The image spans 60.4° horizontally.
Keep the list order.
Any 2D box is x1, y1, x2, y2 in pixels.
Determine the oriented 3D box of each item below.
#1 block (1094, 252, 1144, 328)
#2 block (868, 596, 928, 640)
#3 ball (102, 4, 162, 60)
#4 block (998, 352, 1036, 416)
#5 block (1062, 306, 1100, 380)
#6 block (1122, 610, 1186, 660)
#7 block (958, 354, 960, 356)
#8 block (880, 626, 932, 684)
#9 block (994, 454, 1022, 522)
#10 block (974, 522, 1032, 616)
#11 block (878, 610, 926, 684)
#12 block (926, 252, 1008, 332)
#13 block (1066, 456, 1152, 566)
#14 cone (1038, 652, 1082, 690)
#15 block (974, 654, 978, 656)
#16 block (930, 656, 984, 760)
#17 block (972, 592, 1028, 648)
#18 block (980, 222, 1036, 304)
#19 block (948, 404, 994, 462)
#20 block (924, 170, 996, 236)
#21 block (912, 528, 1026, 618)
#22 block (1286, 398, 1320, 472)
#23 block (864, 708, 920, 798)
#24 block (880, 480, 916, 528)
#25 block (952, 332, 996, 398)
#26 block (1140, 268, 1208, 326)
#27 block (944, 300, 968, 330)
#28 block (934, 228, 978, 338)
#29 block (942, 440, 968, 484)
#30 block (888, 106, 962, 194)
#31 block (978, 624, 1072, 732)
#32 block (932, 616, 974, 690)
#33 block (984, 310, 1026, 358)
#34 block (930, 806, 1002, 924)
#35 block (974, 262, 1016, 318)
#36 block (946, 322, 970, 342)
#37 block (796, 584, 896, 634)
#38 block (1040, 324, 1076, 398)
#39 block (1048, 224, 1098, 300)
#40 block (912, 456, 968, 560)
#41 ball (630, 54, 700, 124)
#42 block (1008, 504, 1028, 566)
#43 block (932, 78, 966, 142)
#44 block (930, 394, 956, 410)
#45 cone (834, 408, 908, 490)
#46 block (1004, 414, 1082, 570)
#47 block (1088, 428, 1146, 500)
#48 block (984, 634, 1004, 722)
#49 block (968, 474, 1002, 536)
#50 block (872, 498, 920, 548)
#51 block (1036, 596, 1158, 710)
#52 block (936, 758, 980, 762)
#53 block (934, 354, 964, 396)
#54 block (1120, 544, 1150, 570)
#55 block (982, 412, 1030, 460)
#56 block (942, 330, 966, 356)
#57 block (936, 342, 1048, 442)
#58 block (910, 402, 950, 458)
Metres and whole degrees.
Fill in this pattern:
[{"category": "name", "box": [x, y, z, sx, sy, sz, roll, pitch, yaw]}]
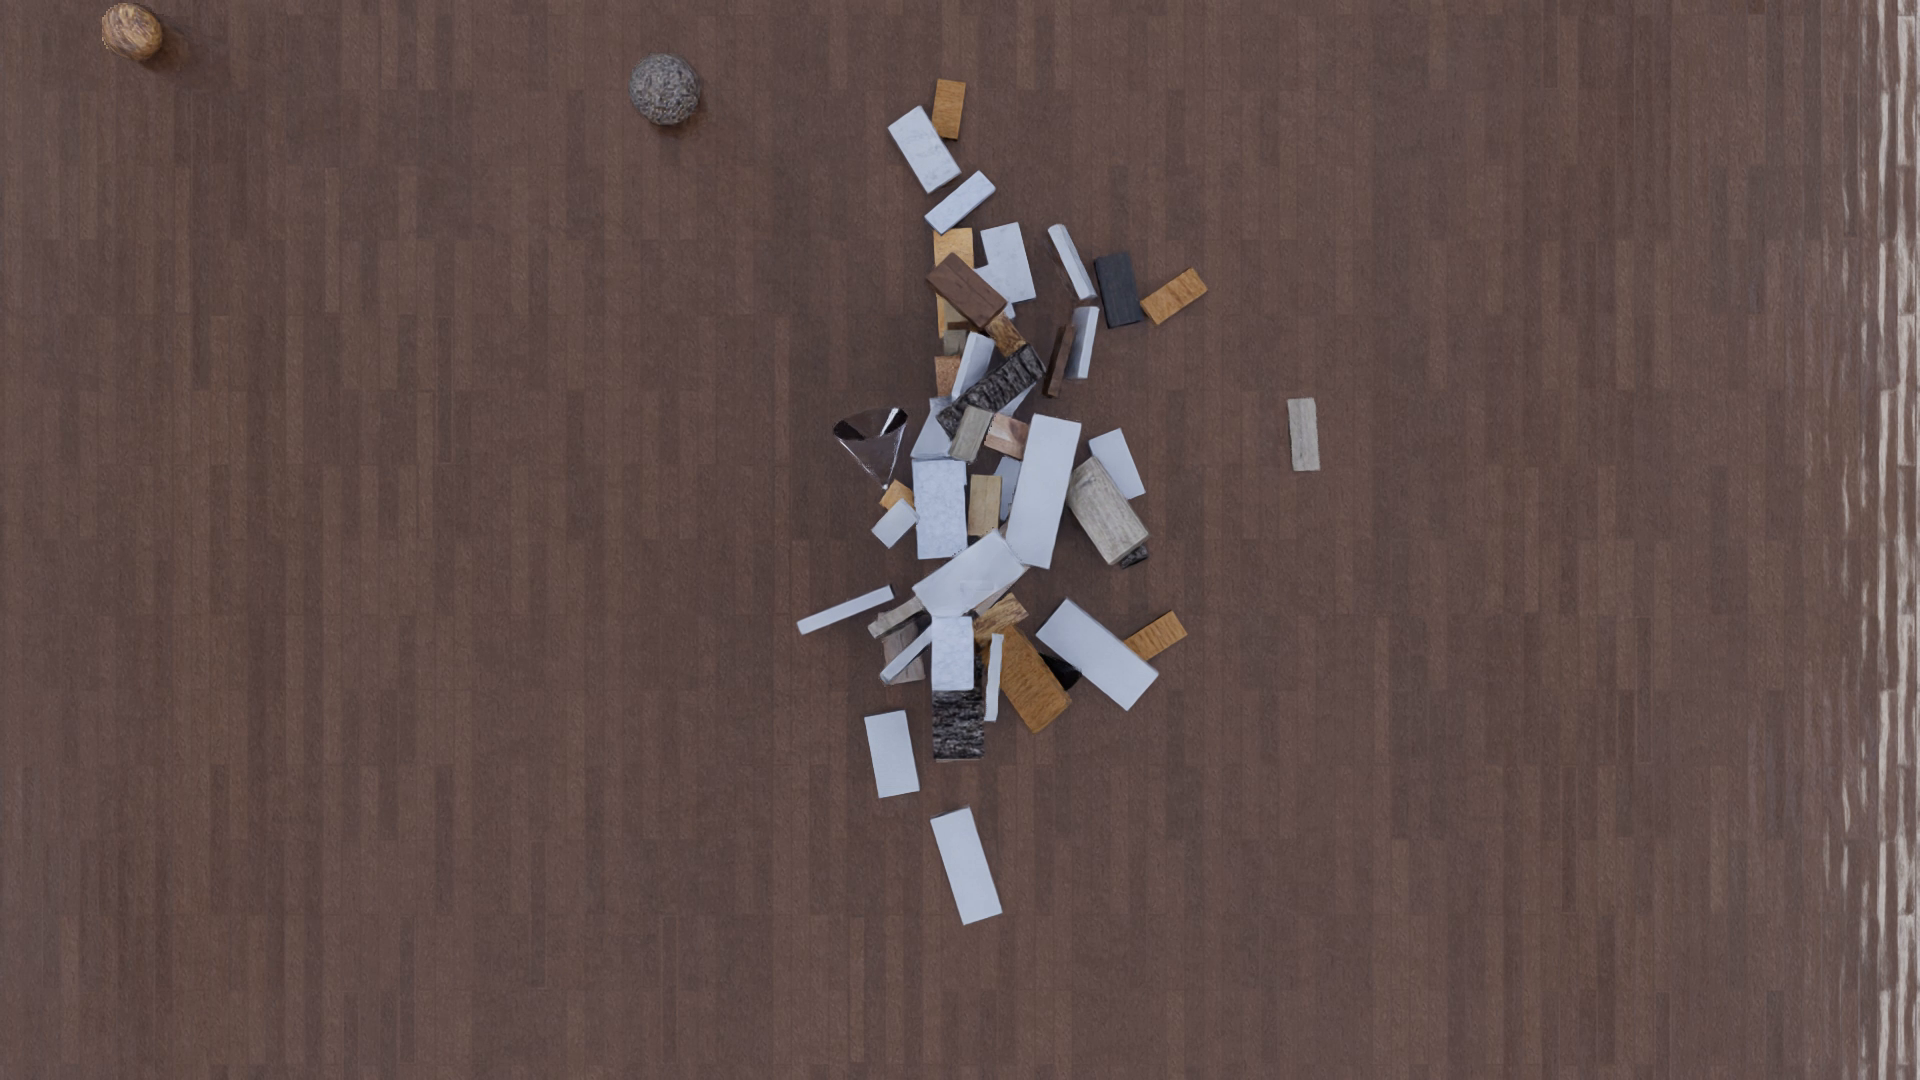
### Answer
[{"category": "block", "box": [0.527, -0.831, 5.483, 0.117, 0.033, 0.234, -13, 90, 0]}, {"category": "block", "box": [-0.142, 0.221, 5.376, 0.322, 0.161, 0.046, -31, 82, 3]}, {"category": "ball", "box": [-2.713, -1.665, 5.412, 0.176, 0.176, 0.176, 0, 90, 0]}, {"category": "block", "box": [0.139, -0.470, 5.444, 0.284, 0.036, 0.127, -54, 133, 0]}, {"category": "block", "box": [0.397, -0.650, 5.440, 0.033, 0.117, 0.234, 10, 90, -23]}, {"category": "block", "box": [0.649, 0.325, 5.486, 0.192, 0.027, 0.096, -33, 90, 0]}, {"category": "block", "box": [-0.011, -0.536, 5.457, 0.076, 0.022, 0.152, -5, 115, 1]}, {"category": "block", "box": [-0.149, 0.361, 5.389, 0.272, 0.136, 0.039, -43, 85, -11]}, {"category": "block", "box": [0.148, -0.174, 5.486, 0.101, 0.029, 0.202, 26, 90, 0]}, {"category": "block", "box": [0.128, 0.079, 5.477, 0.329, 0.047, 0.164, -44, 90, 0]}, {"category": "block", "box": [-0.193, 0.351, 5.483, 0.121, 0.034, 0.241, -9, 90, 0]}, {"category": "block", "box": [0.021, -0.814, 5.403, 0.127, 0.036, 0.255, -45, 77, -7]}, {"category": "block", "box": [0.468, -0.097, 5.406, 0.164, 0.047, 0.329, -37, 70, 12]}, {"category": "cone", "box": [0.299, 0.425, 5.465, 0.146, 0.146, 0.146, -38, 65, 0]}, {"category": "block", "box": [-0.010, 0.431, 5.358, 0.142, 0.284, 0.040, 8, 107, 0]}, {"category": "block", "box": [-0.007, 0.492, 4.854, 0.149, 0.042, 0.299, -2, 90, 0]}, {"category": "block", "box": [0.124, 0.269, 5.486, 0.192, 0.027, 0.096, -38, 90, 0]}, {"category": "block", "box": [0.160, -0.914, 5.482, 0.128, 0.036, 0.256, -14, 90, 0]}, {"category": "block", "box": [0.034, -0.346, 5.347, 0.088, 0.025, 0.176, 13, 106, -34]}, {"category": "block", "box": [0.001, -1.116, 5.468, 0.241, 0.024, 0.084, -41, 81, -7]}, {"category": "block", "box": [0.026, 0.124, 5.195, 0.323, 0.046, 0.162, -35, 93, 11]}, {"category": "block", "box": [1.142, -0.350, 5.488, 0.088, 0.025, 0.239, -4, 90, 0]}, {"category": "block", "box": [-0.225, 0.709, 5.481, 0.136, 0.039, 0.272, -10, 90, 0]}, {"category": "block", "box": [-0.163, -0.109, 5.486, 0.191, 0.027, 0.095, 34, 90, 0]}, {"category": "block", "box": [0.044, -0.561, 5.386, 0.031, 0.108, 0.217, 17, 91, 35]}, {"category": "block", "box": [0.709, -0.806, 5.467, 0.215, 0.027, 0.094, -35, 90, -10]}, {"category": "block", "box": [-0.011, -0.752, 5.452, 0.084, 0.024, 0.167, -4, 90, 0]}, {"category": "block", "box": [-0.015, -0.853, 5.482, 0.128, 0.036, 0.356, -3, 90, 0]}, {"category": "block", "box": [-0.031, -0.275, 5.450, 0.095, 0.027, 0.191, -4, 107, 1]}, {"category": "block", "box": [-0.117, -1.293, 5.465, 0.128, 0.036, 0.256, -31, 90, 15]}, {"category": "block", "box": [0.211, 0.450, 5.397, 0.162, 0.046, 0.323, -44, 69, 21]}, {"category": "block", "box": [-0.022, 0.330, 4.821, 0.121, 0.034, 0.241, -1, 49, 1]}, {"category": "block", "box": [0.154, -0.670, 5.450, 0.084, 0.024, 0.167, -36, 114, 8]}, {"category": "block", "box": [0.021, 1.081, 5.481, 0.136, 0.039, 0.365, -18, 90, 0]}, {"category": "block", "box": [0.111, -0.813, 5.450, 0.094, 0.027, 0.189, -17, 90, 0]}, {"category": "block", "box": [-0.002, -0.651, 5.442, 0.076, 0.022, 0.152, -3, 131, 0]}, {"category": "block", "box": [-0.371, 0.227, 5.419, 0.322, 0.161, 0.046, -22, 90, 0]}, {"category": "block", "box": [0.324, -0.588, 5.440, 0.033, 0.117, 0.234, 16, 90, -9]}, {"category": "block", "box": [0.371, -0.914, 5.434, 0.036, 0.127, 0.255, -25, 90, 17]}, {"category": "block", "box": [-0.067, -0.106, 5.429, 0.164, 0.047, 0.329, -4, 105, -4]}, {"category": "ball", "box": [-0.963, -1.472, 5.388, 0.225, 0.225, 0.225, 0, 90, 0]}, {"category": "block", "box": [0.212, -0.014, 5.429, 0.101, 0.029, 0.202, 0, 84, 2]}, {"category": "block", "box": [-0.040, -1.431, 5.487, 0.095, 0.027, 0.189, 9, 90, 0]}, {"category": "block", "box": [-0.030, -0.369, 5.452, 0.108, 0.031, 0.217, -9, 107, 2]}, {"category": "cone", "box": [-0.270, -0.272, 5.444, 0.248, 0.248, 0.248, -12, 117, 0]}, {"category": "block", "box": [0.266, -0.159, 5.391, 0.161, 0.046, 0.487, 13, 86, 6]}, {"category": "block", "box": [0.520, -0.243, 5.484, 0.116, 0.033, 0.231, -21, 90, 0]}, {"category": "block", "box": [0.100, 0.403, 4.846, 0.034, 0.241, 0.121, 4, 131, 3]}, {"category": "block", "box": [0.083, -0.112, 5.453, 0.101, 0.029, 0.202, 3, 85, 11]}, {"category": "block", "box": [-0.213, -0.055, 5.435, 0.088, 0.025, 0.176, 45, 129, 0]}, {"category": "block", "box": [0.454, 0.376, 5.461, 0.394, 0.046, 0.162, 39, 102, 0]}, {"category": "block", "box": [-0.010, 0.553, 5.197, 0.142, 0.040, 0.284, -2, 90, 0]}, {"category": "block", "box": [-0.020, -0.500, 5.442, 0.108, 0.031, 0.217, -5, 114, 0]}, {"category": "block", "box": [0.546, -0.009, 5.486, 0.096, 0.027, 0.192, -24, 90, 0]}, {"category": "block", "box": [0.192, -0.331, 5.444, 0.231, 0.033, 0.116, 20, 90, -21]}, {"category": "block", "box": [-0.016, -0.623, 5.436, 0.076, 0.022, 0.152, -3, 131, -1]}, {"category": "block", "box": [0.103, -0.475, 5.361, 0.389, 0.033, 0.116, -39, 123, -6]}, {"category": "block", "box": [-0.080, -0.343, 5.400, 0.095, 0.027, 0.191, 24, 105, -8]}]
